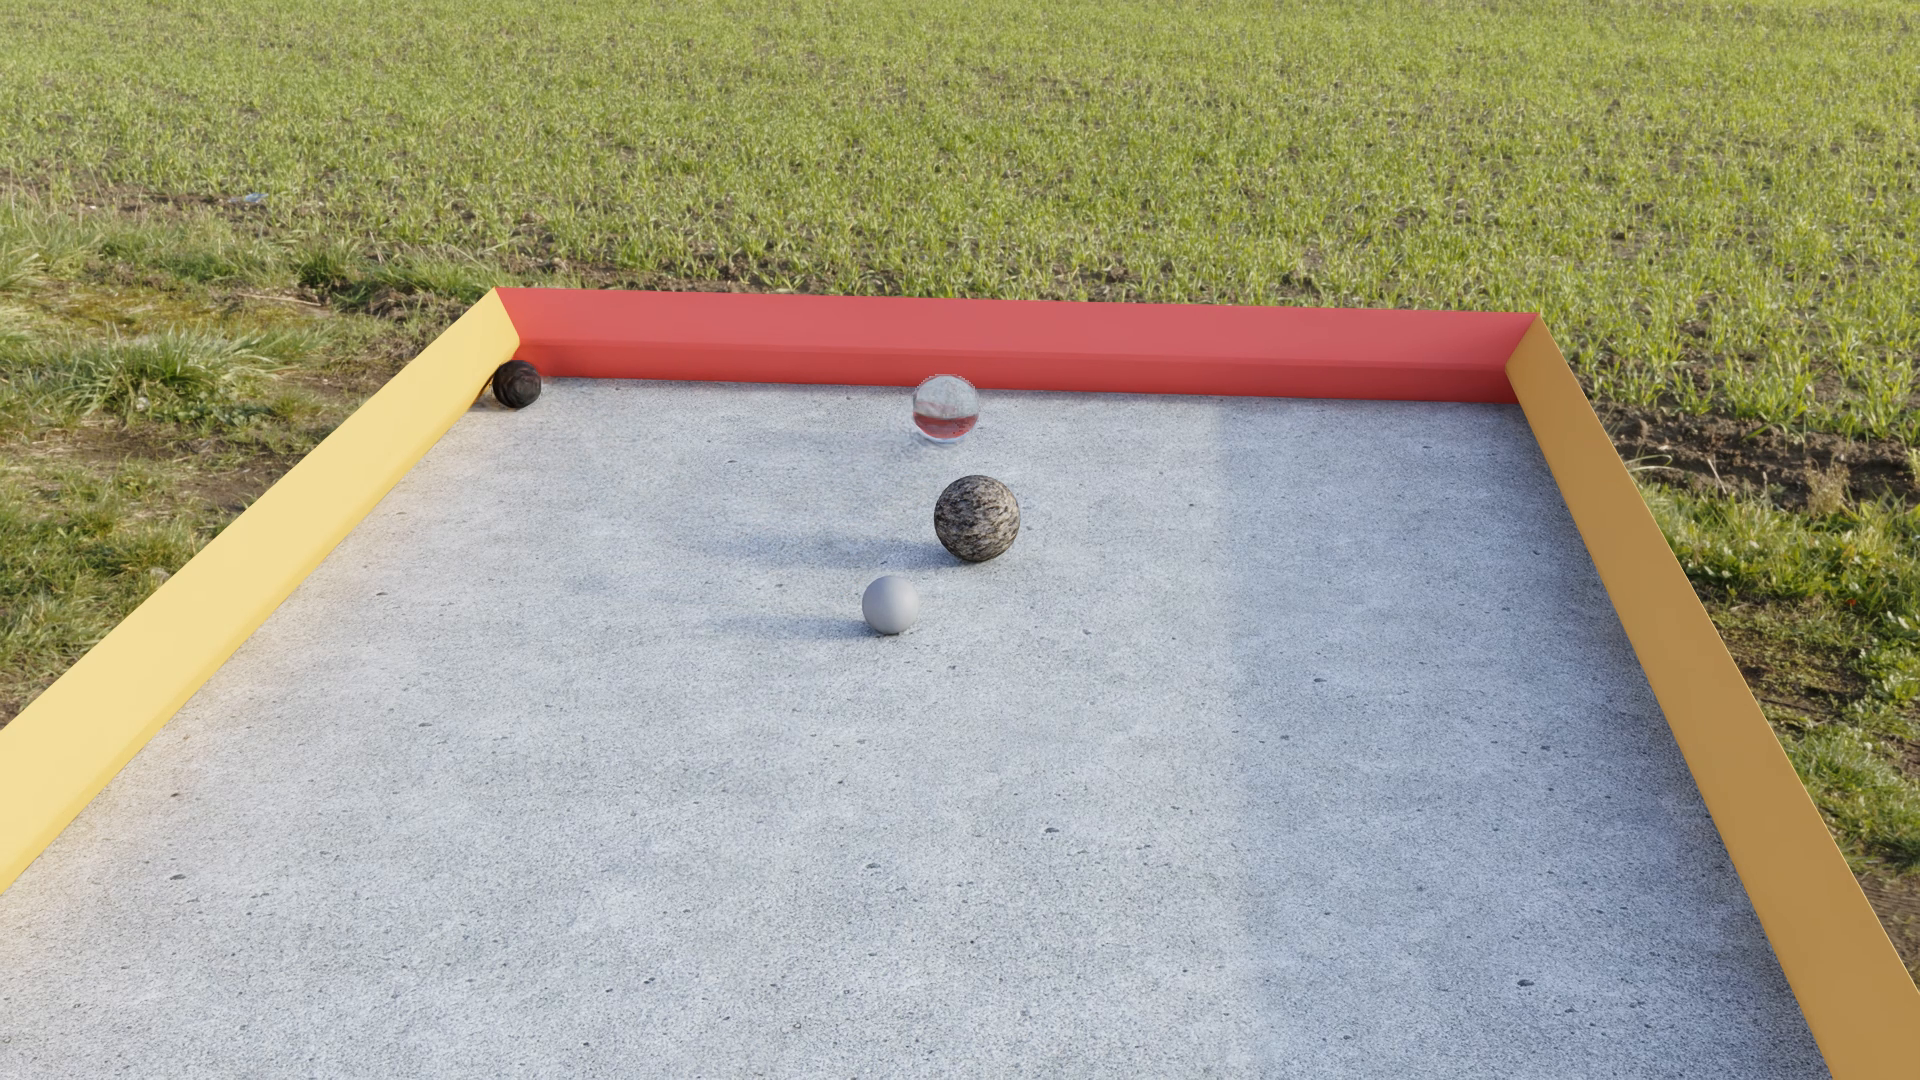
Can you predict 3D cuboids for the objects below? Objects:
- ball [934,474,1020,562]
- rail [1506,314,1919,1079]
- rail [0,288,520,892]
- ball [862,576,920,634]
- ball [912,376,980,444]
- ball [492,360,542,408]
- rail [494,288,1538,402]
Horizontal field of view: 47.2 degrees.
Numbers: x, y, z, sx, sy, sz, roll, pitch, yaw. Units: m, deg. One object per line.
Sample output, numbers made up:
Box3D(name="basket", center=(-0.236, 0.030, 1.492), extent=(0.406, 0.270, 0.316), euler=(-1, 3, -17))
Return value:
Box3D(name="ball", center=(0.018, -0.023, 2.380), extent=(0.094, 0.094, 0.094), euler=(0, 22, 0))
Box3D(name="rail", center=(0.609, 0.243, 1.666), extent=(0.045, 0.122, 2.630), euler=(2, 22, 5))
Box3D(name="rail", center=(-0.731, 0.197, 1.782), extent=(0.045, 0.122, 2.630), euler=(2, 22, 5))
Box3D(name="ball", center=(-0.069, 0.065, 2.205), extent=(0.059, 0.059, 0.059), euler=(0, 22, 0))
Box3D(name="ball", center=(-0.017, -0.162, 2.744), extent=(0.085, 0.085, 0.085), euler=(0, 22, 0))
Box3D(name="ball", center=(-0.580, -0.204, 2.877), extent=(0.064, 0.064, 0.064), euler=(0, 22, 0))
Box3D(name="rail", center=(0.059, -0.253, 2.920), extent=(1.393, 0.122, 0.045), euler=(2, 22, 5))
